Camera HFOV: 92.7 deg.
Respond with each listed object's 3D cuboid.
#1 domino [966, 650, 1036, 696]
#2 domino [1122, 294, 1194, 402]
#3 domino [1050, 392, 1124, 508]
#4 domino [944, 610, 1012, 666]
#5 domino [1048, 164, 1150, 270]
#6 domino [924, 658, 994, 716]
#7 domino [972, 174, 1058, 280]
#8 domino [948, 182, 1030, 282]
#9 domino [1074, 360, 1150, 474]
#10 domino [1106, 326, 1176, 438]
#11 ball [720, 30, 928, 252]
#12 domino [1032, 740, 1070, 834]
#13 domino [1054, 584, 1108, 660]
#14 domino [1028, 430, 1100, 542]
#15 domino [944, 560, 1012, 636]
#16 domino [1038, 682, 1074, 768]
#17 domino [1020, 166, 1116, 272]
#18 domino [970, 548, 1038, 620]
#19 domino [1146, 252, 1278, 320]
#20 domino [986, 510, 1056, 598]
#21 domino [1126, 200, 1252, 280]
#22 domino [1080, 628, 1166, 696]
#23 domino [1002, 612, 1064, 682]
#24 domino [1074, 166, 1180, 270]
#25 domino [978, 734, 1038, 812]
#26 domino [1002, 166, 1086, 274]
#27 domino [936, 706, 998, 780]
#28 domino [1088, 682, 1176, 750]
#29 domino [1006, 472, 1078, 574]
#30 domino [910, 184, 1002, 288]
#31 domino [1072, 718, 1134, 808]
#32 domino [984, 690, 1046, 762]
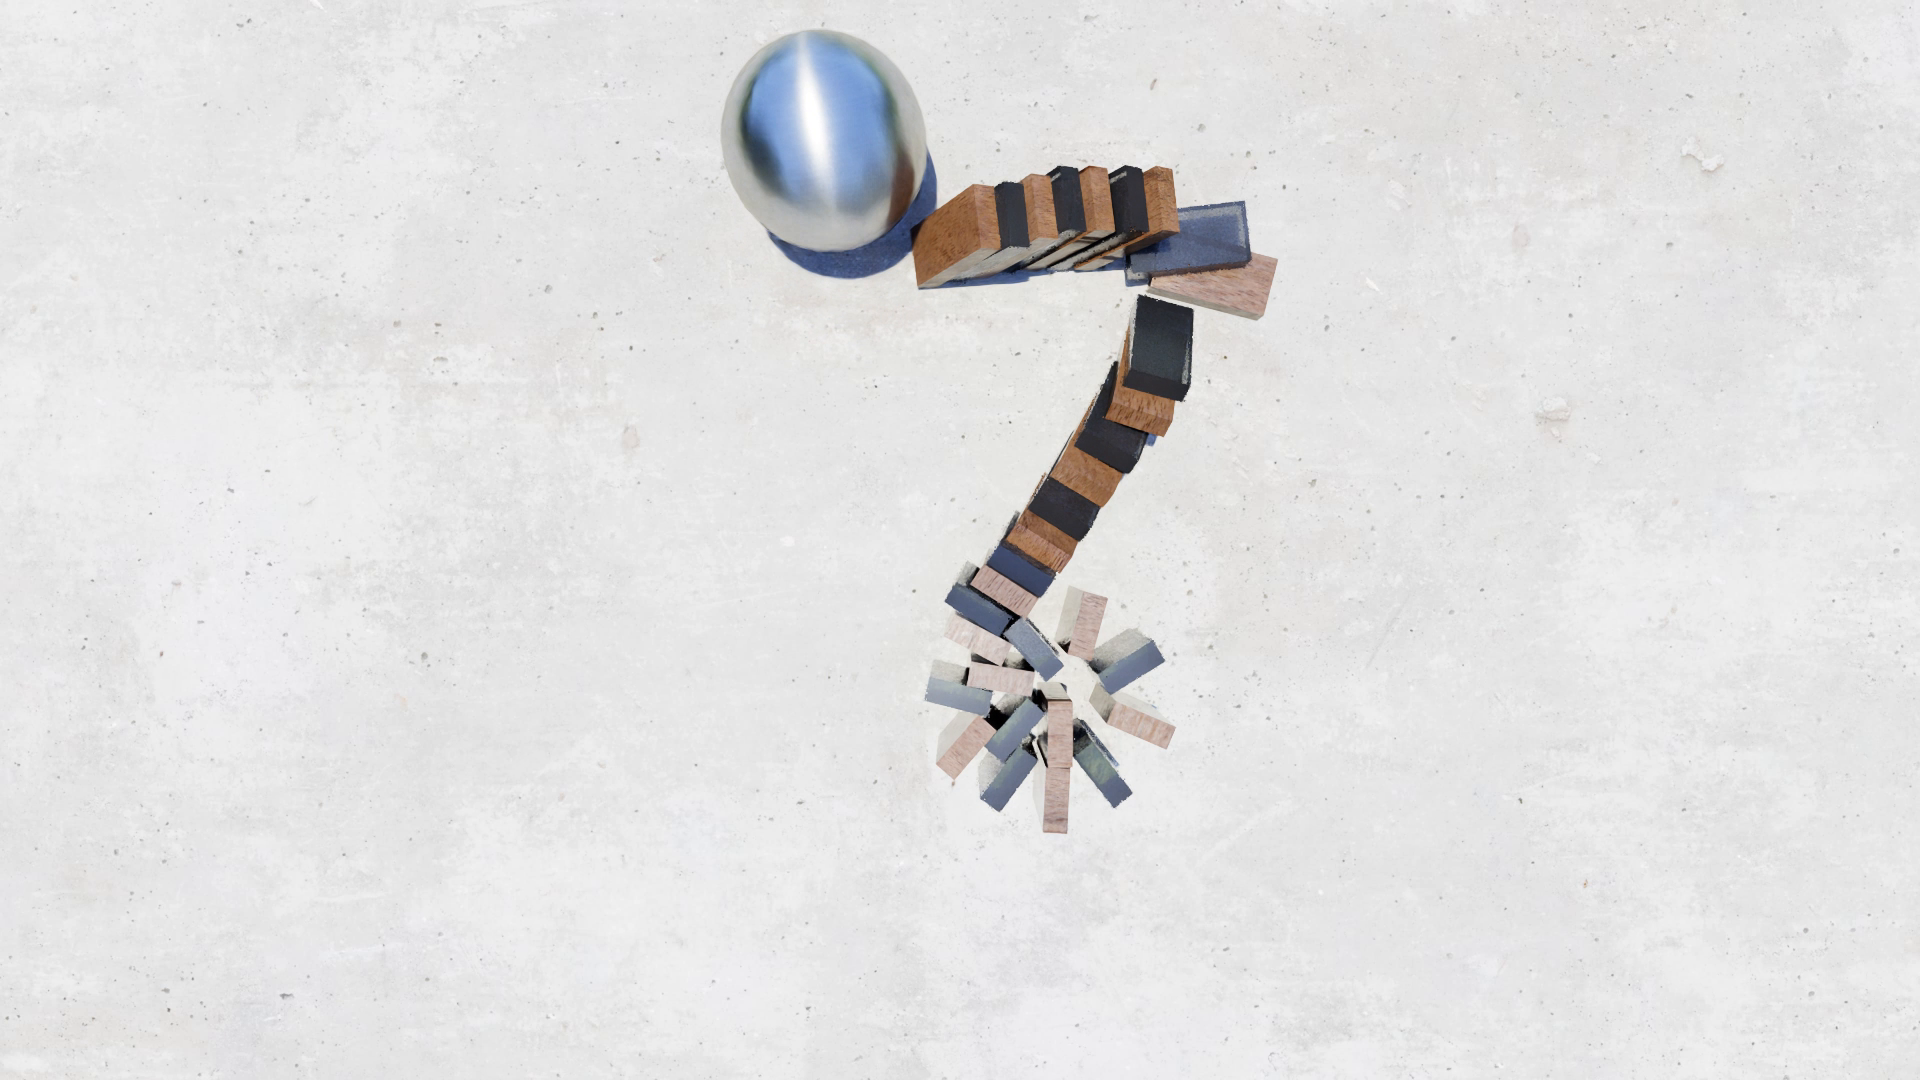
[{"bbox_3d":[0.016,0.053,0.375,0.025,0.050,0.010,9,91,0],"label":"domino"},{"bbox_3d":[0.083,-0.080,0.380,0.025,0.010,0.050,15,51,-2],"label":"domino"},{"bbox_3d":[0.058,-0.038,0.380,0.025,0.009,0.050,31,49,0],"label":"domino"},{"bbox_3d":[0.007,0.038,0.375,0.025,0.050,0.009,28,91,0],"label":"domino"},{"bbox_3d":[0.055,-0.131,0.377,0.009,0.050,0.025,-7,90,-36],"label":"domino"},{"bbox_3d":[-0.001,0.060,0.375,0.025,0.050,0.010,14,90,0],"label":"domino"},{"bbox_3d":[0.020,-0.128,0.376,0.009,0.050,0.025,-7,90,-33],"label":"domino"},{"bbox_3d":[0.009,-0.125,0.376,0.010,0.050,0.025,-7,92,-33],"label":"domino"},{"bbox_3d":[0.067,-0.052,0.380,0.025,0.010,0.050,28,50,0],"label":"domino"},{"bbox_3d":[0.077,-0.066,0.381,0.025,0.009,0.050,18,51,0],"label":"domino"},{"bbox_3d":[-0.053,-0.155,0.360,0.080,0.080,0.080,0,90,0],"label":"ball"},{"bbox_3d":[0.037,0.100,0.375,0.009,0.050,0.025,3,90,0],"label":"domino"},{"bbox_3d":[0.049,0.033,0.375,0.009,0.050,0.025,15,90,0],"label":"domino"},{"bbox_3d":[0.048,-0.023,0.379,0.025,0.050,0.010,32,134,0],"label":"domino"},{"bbox_3d":[0.009,0.023,0.375,0.025,0.050,0.010,33,100,0],"label":"domino"},{"bbox_3d":[0.038,0.074,0.375,0.009,0.050,0.025,0,90,0],"label":"domino"},{"bbox_3d":[0.042,-0.131,0.376,0.010,0.050,0.025,-7,90,-33],"label":"domino"},{"bbox_3d":[0.019,0.017,0.375,0.025,0.050,0.009,32,98,0],"label":"domino"},{"bbox_3d":[0.108,-0.114,0.395,0.050,0.009,0.025,14,90,0],"label":"domino"},{"bbox_3d":[0.028,0.005,0.375,0.025,0.050,0.009,32,110,0],"label":"domino"},{"bbox_3d":[0.095,-0.126,0.386,0.050,0.010,0.025,-6,90,0],"label":"domino"},{"bbox_3d":[0.066,0.049,0.375,0.025,0.050,0.010,-32,90,0],"label":"domino"},{"bbox_3d":[0.028,0.041,0.375,0.009,0.050,0.025,-41,92,1],"label":"domino"},{"bbox_3d":[0.066,-0.131,0.377,0.010,0.050,0.025,-6,90,-36],"label":"domino"},{"bbox_3d":[0.019,0.092,0.375,0.009,0.050,0.025,36,90,0],"label":"domino"},{"bbox_3d":[0.031,-0.130,0.376,0.009,0.050,0.025,-7,89,-33],"label":"domino"},{"bbox_3d":[0.002,0.079,0.375,0.010,0.050,0.025,41,90,0],"label":"domino"},{"bbox_3d":[0.069,0.071,0.375,0.025,0.050,0.009,23,90,0],"label":"domino"},{"bbox_3d":[0.038,-0.008,0.376,0.025,0.050,0.010,32,122,0],"label":"domino"},{"bbox_3d":[-0.003,-0.124,0.376,0.010,0.050,0.025,-7,90,-33],"label":"domino"},{"bbox_3d":[0.055,0.090,0.375,0.009,0.050,0.025,-39,90,0],"label":"domino"},{"bbox_3d":[0.021,0.073,0.375,0.010,0.050,0.025,42,90,0],"label":"domino"}]
